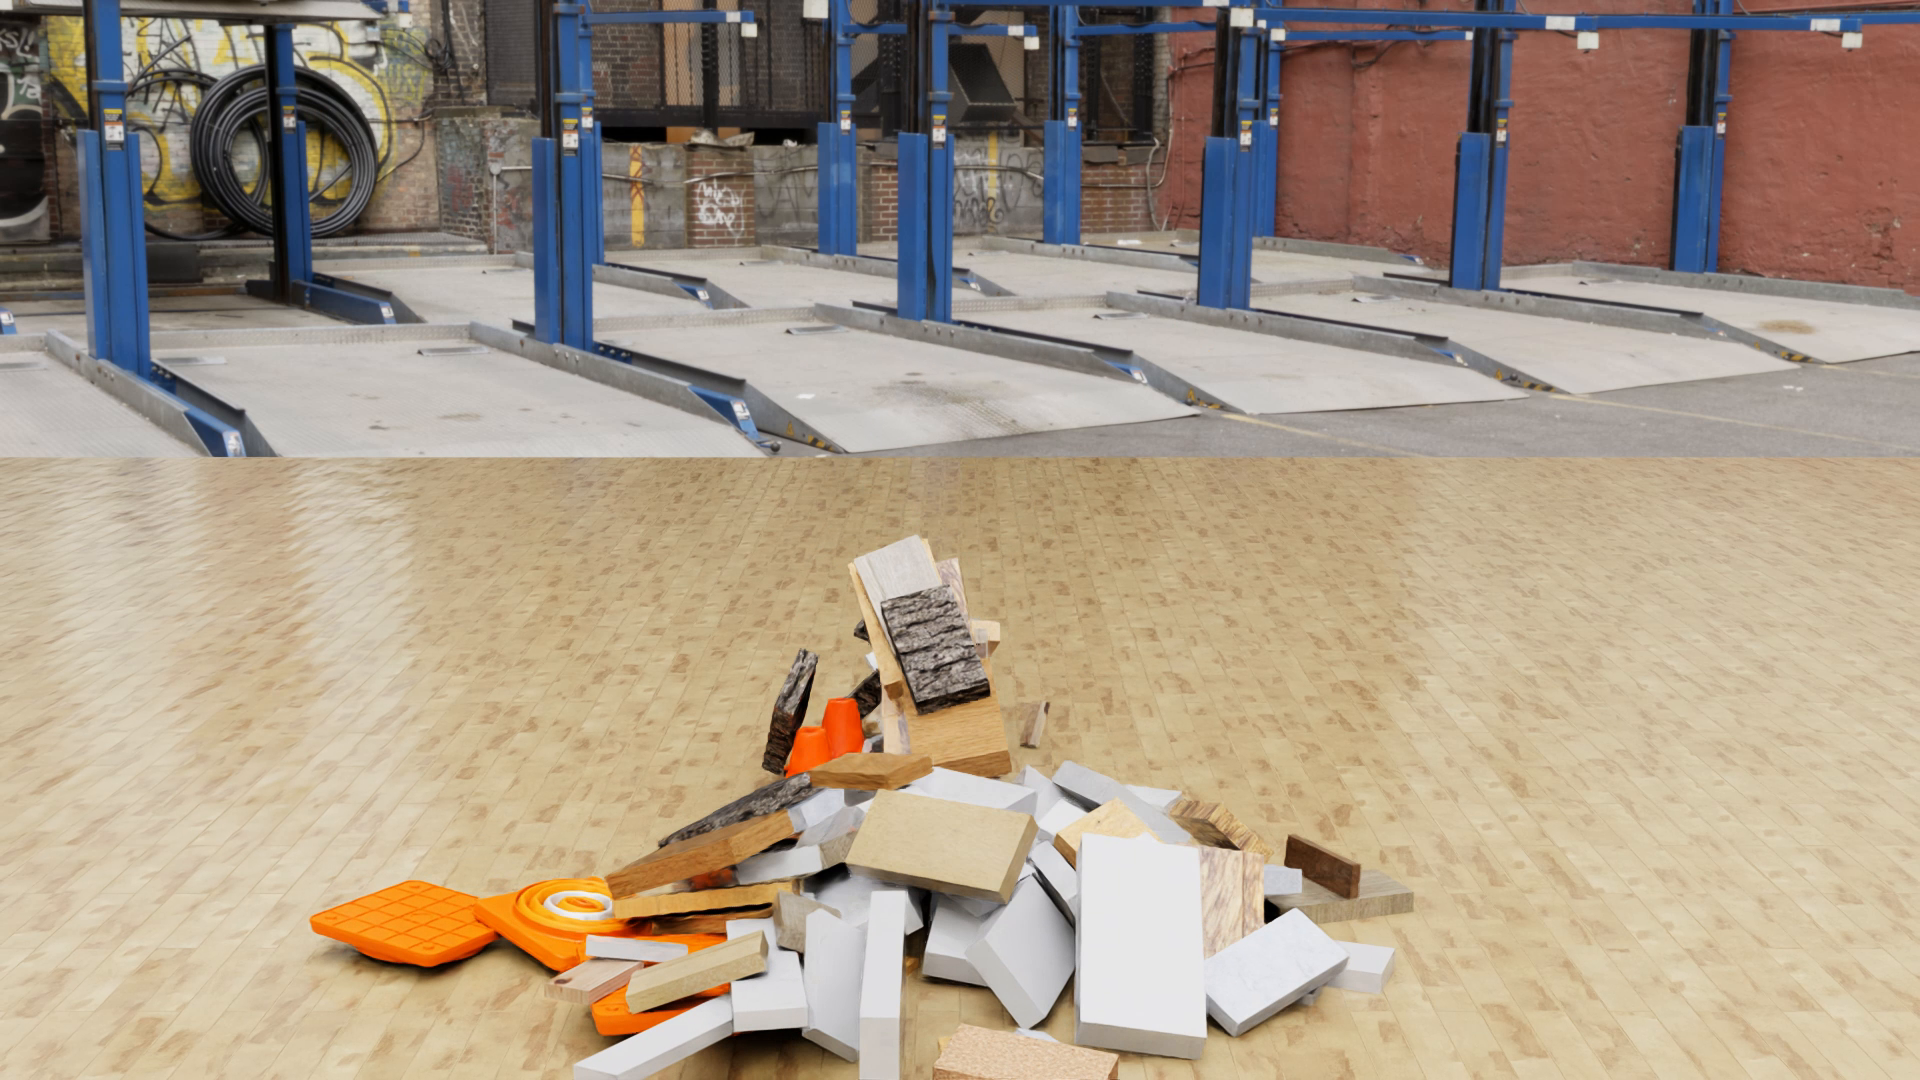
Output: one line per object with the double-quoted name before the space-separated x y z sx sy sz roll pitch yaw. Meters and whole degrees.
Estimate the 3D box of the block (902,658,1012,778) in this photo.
"block" -0.009 0.326 3.934 0.166 0.047 0.333 -11 26 0

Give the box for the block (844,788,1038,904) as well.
"block" -0.029 0.462 3.329 0.269 0.038 0.135 6 54 30

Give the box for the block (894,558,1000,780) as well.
"block" -0.046 0.253 4.161 0.163 0.046 0.518 -14 46 4

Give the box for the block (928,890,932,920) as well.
"block" 0.004 0.558 3.589 0.095 0.027 0.191 3 26 4

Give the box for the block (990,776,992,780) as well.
"block" -0.002 0.496 3.864 0.122 0.035 0.245 0 29 -1

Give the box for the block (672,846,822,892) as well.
"block" -0.340 0.516 3.451 0.138 0.039 0.276 -6 -7 -30

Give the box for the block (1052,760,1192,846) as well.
"block" 0.275 0.463 3.813 0.166 0.047 0.333 36 -6 -9

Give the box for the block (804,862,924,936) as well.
"block" -0.155 0.566 3.460 0.174 0.049 0.348 -28 11 1

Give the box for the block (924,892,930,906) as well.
"block" -0.002 0.532 3.715 0.122 0.035 0.245 0 26 -2

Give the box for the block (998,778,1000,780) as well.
"block" -0.018 0.406 4.309 0.155 0.044 0.310 -2 19 -6

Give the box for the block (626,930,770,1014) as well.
"block" -0.361 0.594 3.031 0.193 0.027 0.096 -19 9 0

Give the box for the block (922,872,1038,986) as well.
"block" 0.033 0.584 3.372 0.140 0.040 0.281 10 23 4

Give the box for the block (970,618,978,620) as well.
"block" -0.039 0.238 4.813 0.153 0.043 0.306 -1 -19 -1

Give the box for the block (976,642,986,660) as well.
"block" 0.004 0.267 4.306 0.092 0.026 0.184 1 35 1

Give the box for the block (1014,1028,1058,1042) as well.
"block" 0.120 0.696 3.017 0.049 0.014 0.098 17 1 -31

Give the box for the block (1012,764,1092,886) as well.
"block" 0.162 0.504 3.762 0.166 0.047 0.395 35 11 -3

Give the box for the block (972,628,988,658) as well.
"block" 0.009 0.229 4.438 0.092 0.026 0.184 0 23 0

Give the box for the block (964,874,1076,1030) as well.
"block" 0.100 0.603 3.234 0.040 0.140 0.281 -38 -1 18

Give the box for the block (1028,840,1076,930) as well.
"block" 0.181 0.563 3.375 0.040 0.140 0.281 -31 11 -5

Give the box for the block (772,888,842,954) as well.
"block" -0.220 0.565 3.211 0.099 0.028 0.198 21 3 -9

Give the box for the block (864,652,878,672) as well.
"block" -0.165 0.301 4.980 0.058 0.016 0.116 -14 53 -28

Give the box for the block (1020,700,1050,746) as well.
"block" 0.155 0.378 4.550 0.013 0.093 0.046 25 -15 -35

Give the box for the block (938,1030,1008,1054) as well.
"block" 0.022 0.692 2.991 0.098 0.014 0.049 -4 21 -11

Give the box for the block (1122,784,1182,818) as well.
"block" 0.308 0.489 4.139 0.197 0.028 0.099 5 11 24

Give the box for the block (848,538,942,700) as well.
"block" -0.098 0.148 4.208 0.163 0.046 0.326 -19 46 -1

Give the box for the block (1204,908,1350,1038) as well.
"block" 0.440 0.620 3.163 0.222 0.031 0.111 -23 47 -31

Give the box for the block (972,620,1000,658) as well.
"block" -0.024 0.245 4.690 0.153 0.043 0.306 4 -24 -12

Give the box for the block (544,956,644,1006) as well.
"block" -0.514 0.617 3.097 0.072 0.021 0.145 4 9 23

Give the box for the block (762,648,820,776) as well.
"block" -0.324 0.330 4.194 0.038 0.134 0.268 21 -33 2

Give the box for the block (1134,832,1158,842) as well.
"block" 0.320 0.562 3.333 0.130 0.037 0.260 -25 49 -31

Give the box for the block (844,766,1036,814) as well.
"block" -0.033 0.423 3.618 0.285 0.040 0.143 9 17 32

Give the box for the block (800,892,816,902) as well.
"block" -0.324 0.585 3.473 0.193 0.027 0.096 -1 24 45

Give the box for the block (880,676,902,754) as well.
"block" -0.063 0.312 4.176 0.163 0.046 0.326 -11 47 6

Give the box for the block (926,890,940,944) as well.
"block" 0.000 0.602 3.422 0.095 0.027 0.191 0 23 2
